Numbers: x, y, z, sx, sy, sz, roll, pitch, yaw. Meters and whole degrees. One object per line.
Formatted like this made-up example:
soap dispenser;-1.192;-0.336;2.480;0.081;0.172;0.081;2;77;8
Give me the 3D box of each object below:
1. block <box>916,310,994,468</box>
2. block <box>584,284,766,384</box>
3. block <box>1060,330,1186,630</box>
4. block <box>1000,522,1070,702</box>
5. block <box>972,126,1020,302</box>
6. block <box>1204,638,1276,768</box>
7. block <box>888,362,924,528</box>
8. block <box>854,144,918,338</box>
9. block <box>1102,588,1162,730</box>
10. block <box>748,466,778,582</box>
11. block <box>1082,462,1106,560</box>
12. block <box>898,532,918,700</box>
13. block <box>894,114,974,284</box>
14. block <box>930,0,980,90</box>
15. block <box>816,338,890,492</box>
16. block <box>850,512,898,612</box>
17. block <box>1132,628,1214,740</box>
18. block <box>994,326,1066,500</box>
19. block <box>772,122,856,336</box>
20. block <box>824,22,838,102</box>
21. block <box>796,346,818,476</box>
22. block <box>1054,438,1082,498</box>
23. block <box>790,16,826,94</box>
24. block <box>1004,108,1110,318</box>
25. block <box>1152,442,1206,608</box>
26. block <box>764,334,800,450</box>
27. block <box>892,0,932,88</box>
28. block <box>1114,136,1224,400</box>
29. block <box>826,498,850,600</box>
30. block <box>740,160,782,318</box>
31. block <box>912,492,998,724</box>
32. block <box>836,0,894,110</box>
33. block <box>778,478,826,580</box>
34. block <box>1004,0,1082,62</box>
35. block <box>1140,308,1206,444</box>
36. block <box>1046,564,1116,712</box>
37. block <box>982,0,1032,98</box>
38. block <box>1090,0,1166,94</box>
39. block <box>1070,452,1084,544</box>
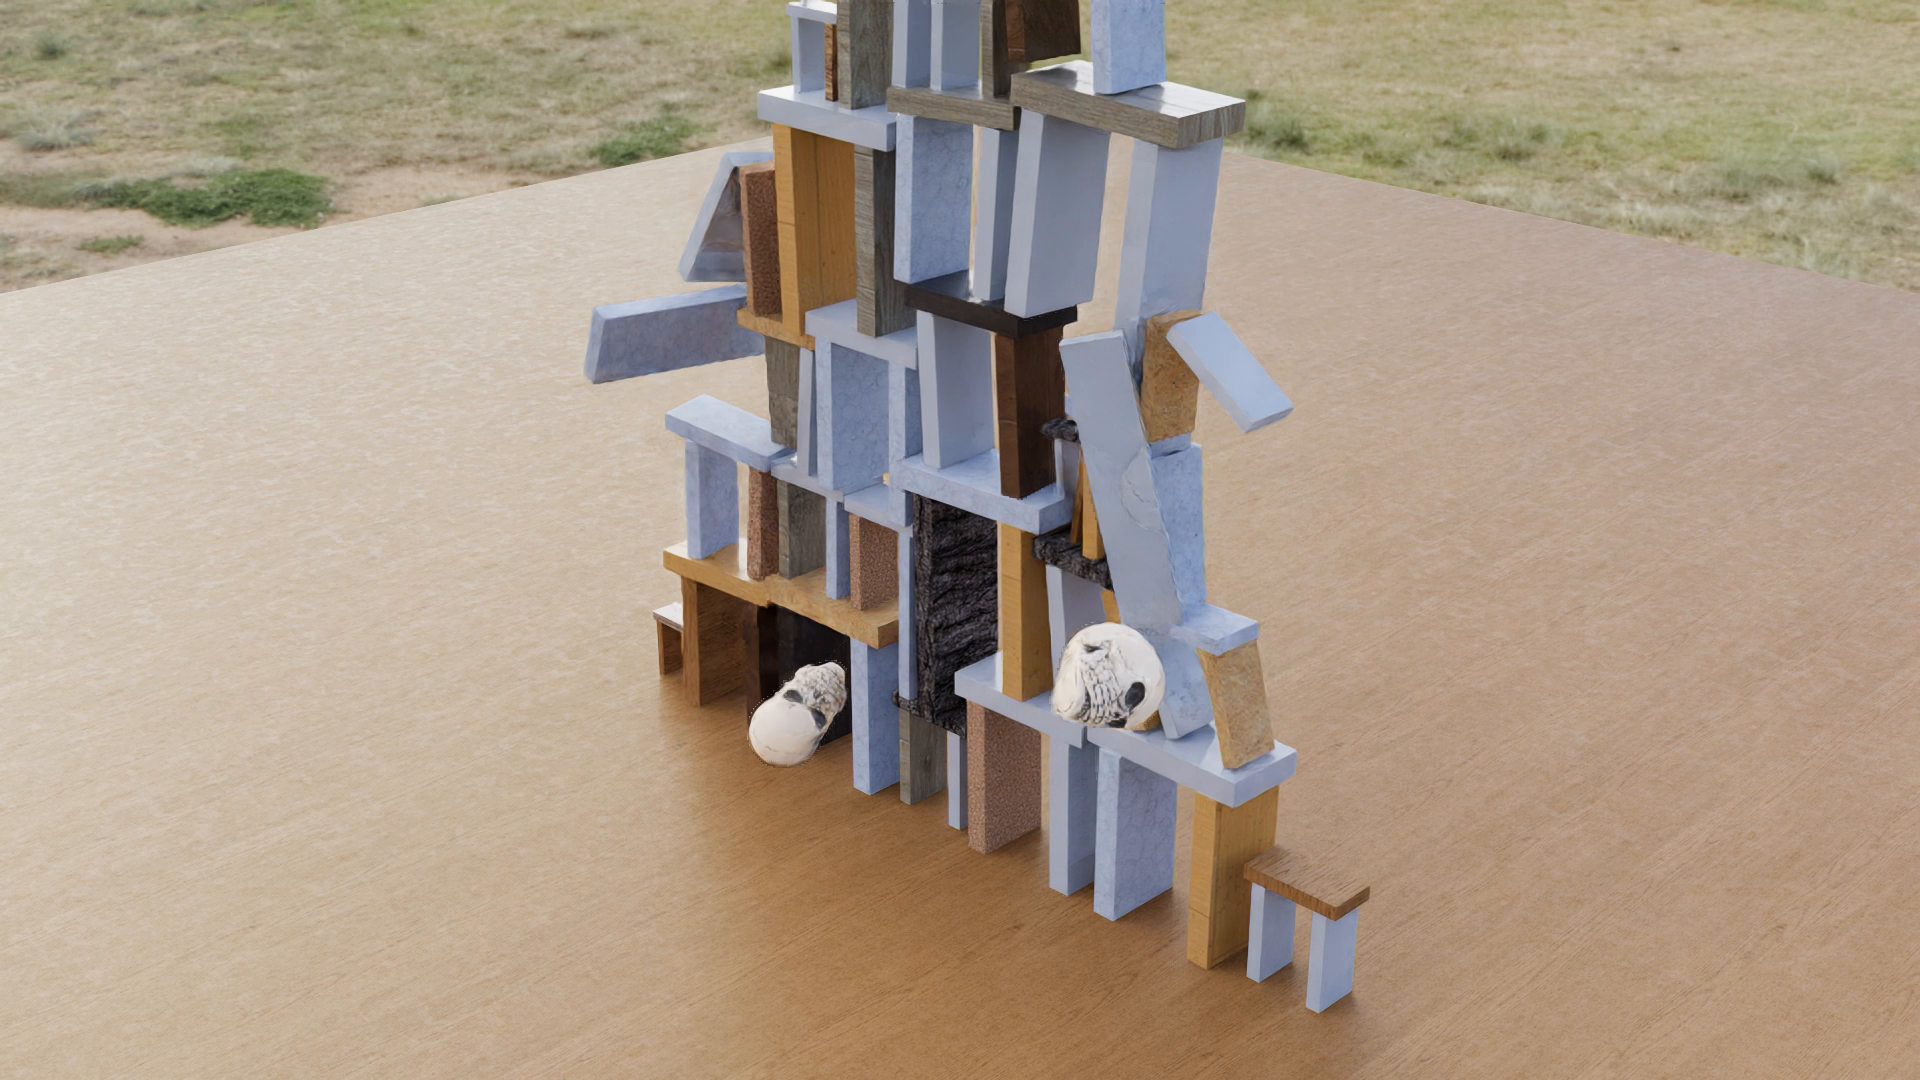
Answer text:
block;-0.007;-0.297;4.095;0.042;0.299;0.149;17;29;41
block;-0.491;-0.440;4.500;0.590;0.153;0.043;-14;45;-37
block;0.277;-0.094;3.715;0.106;0.533;0.030;-7;24;16
block;0.158;0.109;4.103;0.176;0.353;0.050;-21;30;-40
block;0.100;-0.585;3.873;0.153;0.305;0.043;-19;33;-40
block;0.486;0.279;3.825;0.105;0.211;0.030;-20;13;-38
block;-0.064;-0.201;4.212;0.155;0.324;0.044;-21;32;-41
block;-0.112;-0.572;4.103;0.178;0.356;0.050;-21;31;-41
block;0.339;0.199;3.955;0.130;0.259;0.037;-19;10;-37
block;-0.385;-0.055;4.627;0.037;0.264;0.132;23;31;35
block;0.269;-0.091;3.908;0.033;0.232;0.116;19;30;40
block;-0.074;0.138;4.358;0.029;0.356;0.103;22;31;40
block;-0.048;-0.632;4.001;0.153;0.305;0.043;-20;32;-41
block;-0.007;-0.891;3.856;0.027;0.191;0.095;22;30;39
block;-0.210;-0.265;4.342;0.155;0.310;0.044;-21;32;-41
block;-0.173;0.030;4.421;0.103;0.206;0.029;-21;31;-40
block;0.384;0.238;3.930;0.105;0.211;0.030;-21;5;-38
block;0.130;-0.239;3.955;0.042;0.299;0.149;13;27;36
block;-0.268;-0.614;4.257;0.178;0.407;0.050;-21;29;-40
block;-0.217;-0.890;4.078;0.020;0.141;0.071;23;32;40
block;-0.267;-0.271;4.408;0.035;0.268;0.124;26;34;36
block;0.196;-0.137;3.952;0.016;0.113;0.057;12;25;39
block;-0.283;-0.918;4.139;0.020;0.141;0.071;20;30;40
block;0.169;-0.571;3.775;0.050;0.354;0.177;26;32;38
block;0.372;-0.018;3.826;0.116;0.288;0.033;-19;25;-36
block;-0.331;-0.300;4.454;0.124;0.248;0.035;19;36;32
block;-0.062;-0.933;3.893;0.035;0.245;0.122;23;32;38
block;0.339;-0.432;3.679;0.050;0.513;0.177;26;34;36
block;-0.221;0.003;4.468;0.031;0.219;0.109;23;32;40
block;-0.346;-0.597;4.328;0.153;0.307;0.043;-12;35;-18
block;-0.006;0.107;4.272;0.176;0.480;0.050;-22;31;-40
block;-0.167;-0.947;4.004;0.122;0.304;0.035;-21;31;-41
block;-0.325;-0.037;4.562;0.031;0.219;0.109;23;32;39
block;0.134;-0.947;3.668;0.040;0.281;0.140;12;24;42
block;0.356;-0.277;3.703;0.106;0.212;0.030;-16;30;-36
block;0.225;0.164;4.059;0.130;0.283;0.037;-21;25;-40
block;0.080;-0.865;3.767;0.095;0.191;0.027;-25;36;-38
block;0.272;-0.874;3.556;0.040;0.281;0.140;16;27;41
block;0.234;-0.087;3.941;0.057;0.197;0.016;-18;38;-36
